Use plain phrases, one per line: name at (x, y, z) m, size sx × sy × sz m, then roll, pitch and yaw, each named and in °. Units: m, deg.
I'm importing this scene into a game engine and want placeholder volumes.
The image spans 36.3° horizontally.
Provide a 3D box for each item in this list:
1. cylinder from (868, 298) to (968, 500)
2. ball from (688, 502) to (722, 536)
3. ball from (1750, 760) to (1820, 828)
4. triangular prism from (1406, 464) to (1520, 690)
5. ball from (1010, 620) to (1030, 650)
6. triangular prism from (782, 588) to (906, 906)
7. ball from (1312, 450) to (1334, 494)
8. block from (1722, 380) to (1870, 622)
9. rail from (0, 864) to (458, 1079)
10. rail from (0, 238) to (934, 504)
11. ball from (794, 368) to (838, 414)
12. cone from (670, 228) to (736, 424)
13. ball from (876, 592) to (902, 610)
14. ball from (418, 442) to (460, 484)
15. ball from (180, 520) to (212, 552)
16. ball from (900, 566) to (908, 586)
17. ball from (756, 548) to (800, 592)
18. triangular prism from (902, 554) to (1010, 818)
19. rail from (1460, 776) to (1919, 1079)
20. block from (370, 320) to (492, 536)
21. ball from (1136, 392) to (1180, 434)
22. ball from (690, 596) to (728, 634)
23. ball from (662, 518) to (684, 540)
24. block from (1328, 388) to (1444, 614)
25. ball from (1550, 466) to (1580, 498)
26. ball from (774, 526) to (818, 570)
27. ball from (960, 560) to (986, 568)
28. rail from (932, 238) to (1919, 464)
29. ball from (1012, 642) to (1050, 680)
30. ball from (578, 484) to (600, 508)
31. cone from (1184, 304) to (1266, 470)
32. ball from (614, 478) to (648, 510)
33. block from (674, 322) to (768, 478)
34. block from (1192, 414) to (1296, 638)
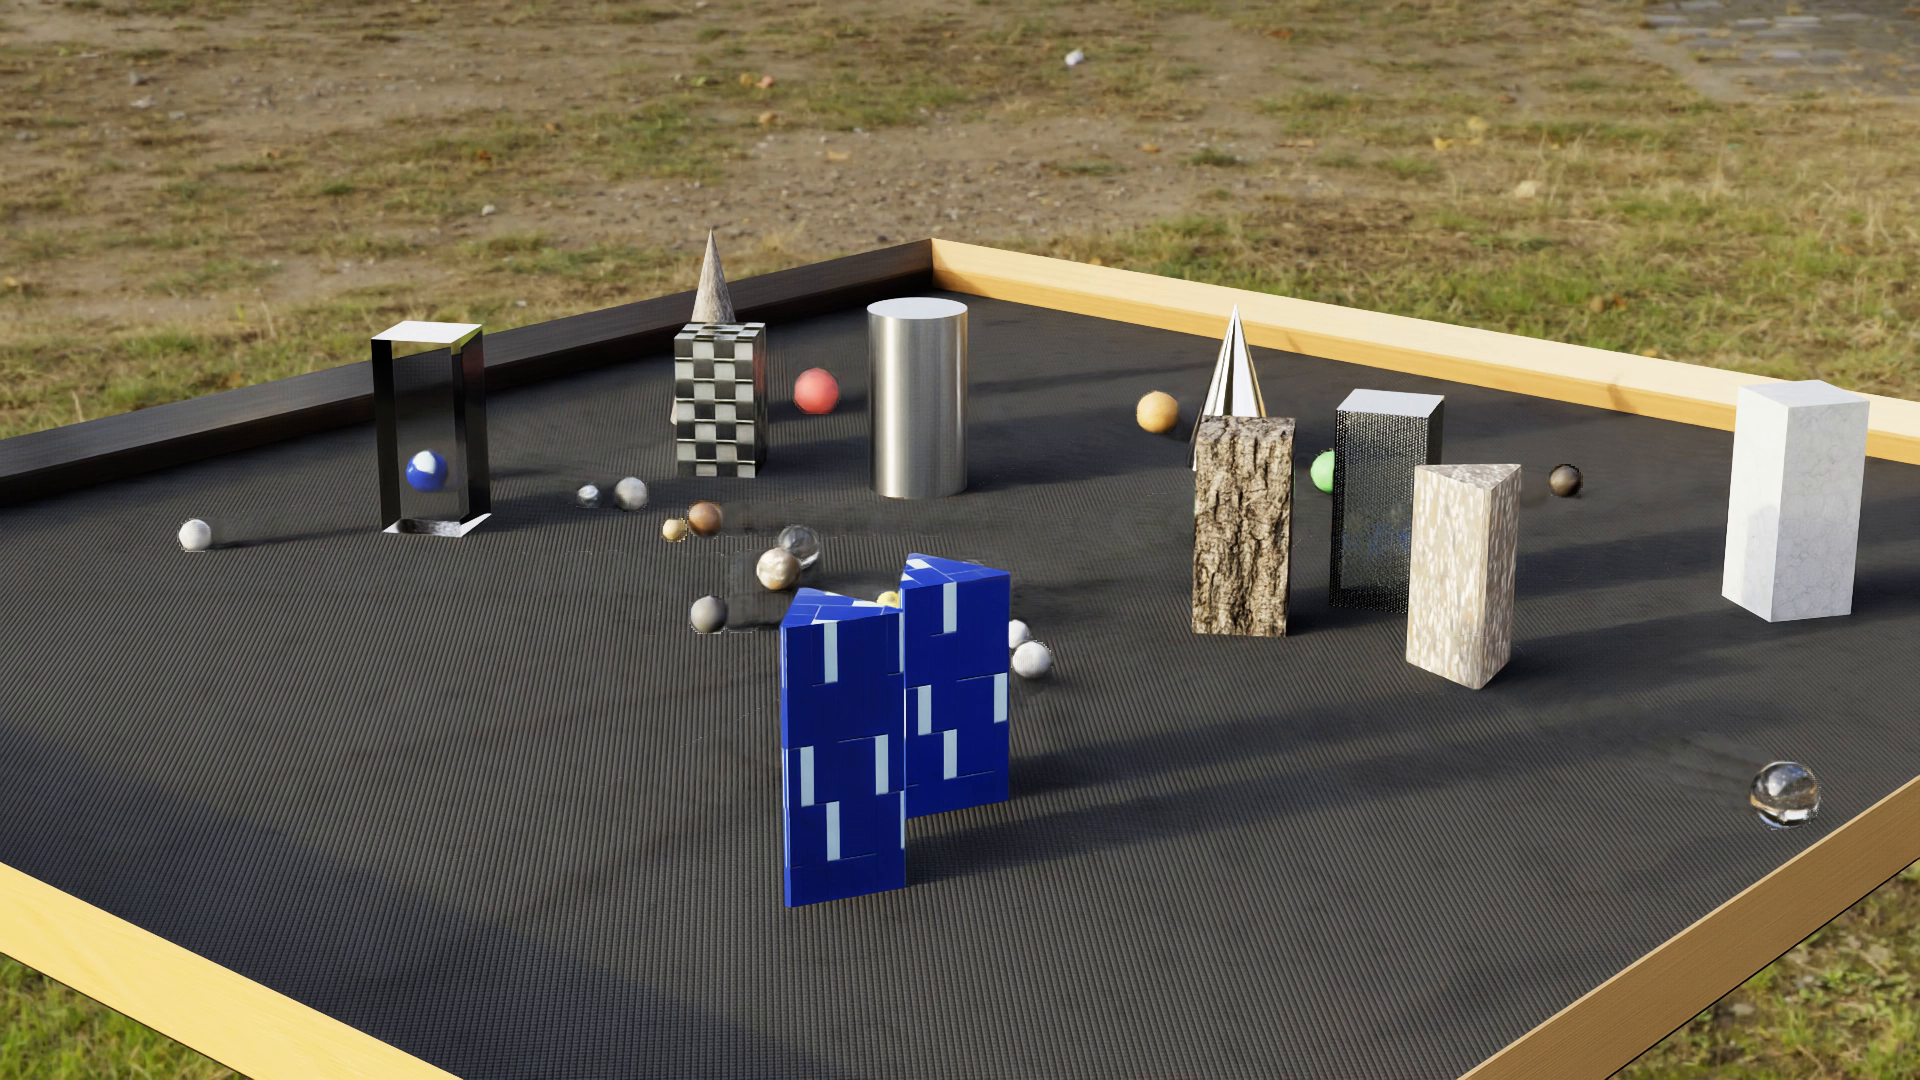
cylinder at (-0.083, -0.279, 5.753) m, size 0.195 × 0.359 × 0.195 m, roll 0°, pitch 17°, yaw 0°
ball at (-0.475, -0.040, 5.469) m, size 0.064 × 0.064 × 0.064 m, roll 0°, pitch 17°, yaw 0°
ball at (1.154, 0.356, 4.103) m, size 0.095 × 0.095 × 0.095 m, roll 0°, pitch 17°, yaw 0°
triangular prism at (0.837, 0.048, 4.718) m, size 0.146 × 0.330 × 0.169 m, roll -11°, pitch 20°, yaw -31°
ball at (0.092, 0.157, 4.846) m, size 0.048 × 0.048 × 0.048 m, roll 0°, pitch 17°, yaw 0°
triangular prism at (-0.179, 0.268, 3.891) m, size 0.169 × 0.387 × 0.146 m, roll -7°, pitch 18°, yaw -23°
ball at (0.731, -0.134, 5.747) m, size 0.084 × 0.084 × 0.084 m, roll 0°, pitch 17°, yaw 0°
block at (1.430, -0.068, 5.023) m, size 0.156 × 0.377 × 0.156 m, roll -5°, pitch 17°, yaw -16°
rail at (-1.244, 0.445, 3.748) m, size 3.532 × 0.127 × 0.045 m, roll 14°, pitch 22°, yaw 39°
rail at (-1.316, -0.298, 6.214) m, size 0.045 × 0.127 × 3.843 m, roll 14°, pitch 22°, yaw 39°
ball at (-0.311, -0.323, 6.351) m, size 0.098 × 0.098 × 0.098 m, roll 0°, pitch 17°, yaw 0°
cone at (-0.526, -0.461, 6.255) m, size 0.195 × 0.418 × 0.195 m, roll 0°, pitch 17°, yaw 0°
ball at (-0.118, 0.112, 4.995) m, size 0.048 × 0.048 × 0.048 m, roll 0°, pitch 17°, yaw 0°
ball at (-1.030, -0.151, 5.805) m, size 0.083 × 0.083 × 0.083 m, roll 0°, pitch 17°, yaw 0°
ball at (-1.402, -0.008, 5.376) m, size 0.058 × 0.058 × 0.058 m, roll 0°, pitch 17°, yaw 0°
ball at (-0.063, 0.072, 5.072) m, size 0.080 × 0.080 × 0.080 m, roll 0°, pitch 17°, yaw 0°
ball at (-0.319, 0.052, 5.145) m, size 0.076 × 0.076 × 0.076 m, roll 0°, pitch 17°, yaw 0°
triangular prism at (-0.037, 0.201, 4.193) m, size 0.169 × 0.340 × 0.146 m, roll -8°, pitch 19°, yaw -25°
rail at (1.316, 0.362, 4.026) m, size 0.045 × 0.127 × 3.843 m, roll 14°, pitch 22°, yaw 39°
block at (-0.990, -0.210, 5.503) m, size 0.156 × 0.370 × 0.156 m, roll 4°, pitch 17°, yaw 12°
ball at (0.416, -0.266, 6.176) m, size 0.090 × 0.090 × 0.090 m, roll 0°, pitch 17°, yaw 0°
ball at (-0.422, 0.126, 4.924) m, size 0.062 × 0.062 × 0.062 m, roll 0°, pitch 17°, yaw 0°
ball at (-0.531, -0.019, 5.440) m, size 0.041 × 0.041 × 0.041 m, roll 0°, pitch 17°, yaw 0°
block at (0.737, -0.068, 5.068) m, size 0.156 × 0.349 × 0.156 m, roll 6°, pitch 18°, yaw 18°
ball at (1.180, -0.114, 5.720) m, size 0.061 × 0.061 × 0.061 m, roll 0°, pitch 17°, yaw 0°
ball at (-0.293, 0.014, 5.265) m, size 0.079 × 0.079 × 0.079 m, roll 0°, pitch 17°, yaw 0°
ball at (0.017, 0.073, 5.068) m, size 0.076 × 0.076 × 0.076 m, roll 0°, pitch 17°, yaw 0°
rail at (1.244, -0.382, 6.492) m, size 3.532 × 0.127 × 0.045 m, roll 14°, pitch 22°, yaw 39°
ball at (0.115, 0.193, 4.703) m, size 0.060 × 0.060 × 0.060 m, roll 0°, pitch 17°, yaw 0°
ball at (-0.715, -0.085, 5.651) m, size 0.045 × 0.045 × 0.045 m, roll 0°, pitch 17°, yaw 0°
cone at (0.553, -0.317, 5.919) m, size 0.195 × 0.335 × 0.195 m, roll 0°, pitch 17°, yaw 0°
ball at (-0.633, -0.088, 5.632) m, size 0.063 × 0.063 × 0.063 m, roll 0°, pitch 17°, yaw 0°
block at (-0.479, -0.284, 5.903) m, size 0.156 × 0.281 × 0.156 m, roll 2°, pitch 17°, yaw 6°
block at (0.479, -0.025, 4.945) m, size 0.156 × 0.339 × 0.156 m, roll 3°, pitch 17°, yaw 9°
